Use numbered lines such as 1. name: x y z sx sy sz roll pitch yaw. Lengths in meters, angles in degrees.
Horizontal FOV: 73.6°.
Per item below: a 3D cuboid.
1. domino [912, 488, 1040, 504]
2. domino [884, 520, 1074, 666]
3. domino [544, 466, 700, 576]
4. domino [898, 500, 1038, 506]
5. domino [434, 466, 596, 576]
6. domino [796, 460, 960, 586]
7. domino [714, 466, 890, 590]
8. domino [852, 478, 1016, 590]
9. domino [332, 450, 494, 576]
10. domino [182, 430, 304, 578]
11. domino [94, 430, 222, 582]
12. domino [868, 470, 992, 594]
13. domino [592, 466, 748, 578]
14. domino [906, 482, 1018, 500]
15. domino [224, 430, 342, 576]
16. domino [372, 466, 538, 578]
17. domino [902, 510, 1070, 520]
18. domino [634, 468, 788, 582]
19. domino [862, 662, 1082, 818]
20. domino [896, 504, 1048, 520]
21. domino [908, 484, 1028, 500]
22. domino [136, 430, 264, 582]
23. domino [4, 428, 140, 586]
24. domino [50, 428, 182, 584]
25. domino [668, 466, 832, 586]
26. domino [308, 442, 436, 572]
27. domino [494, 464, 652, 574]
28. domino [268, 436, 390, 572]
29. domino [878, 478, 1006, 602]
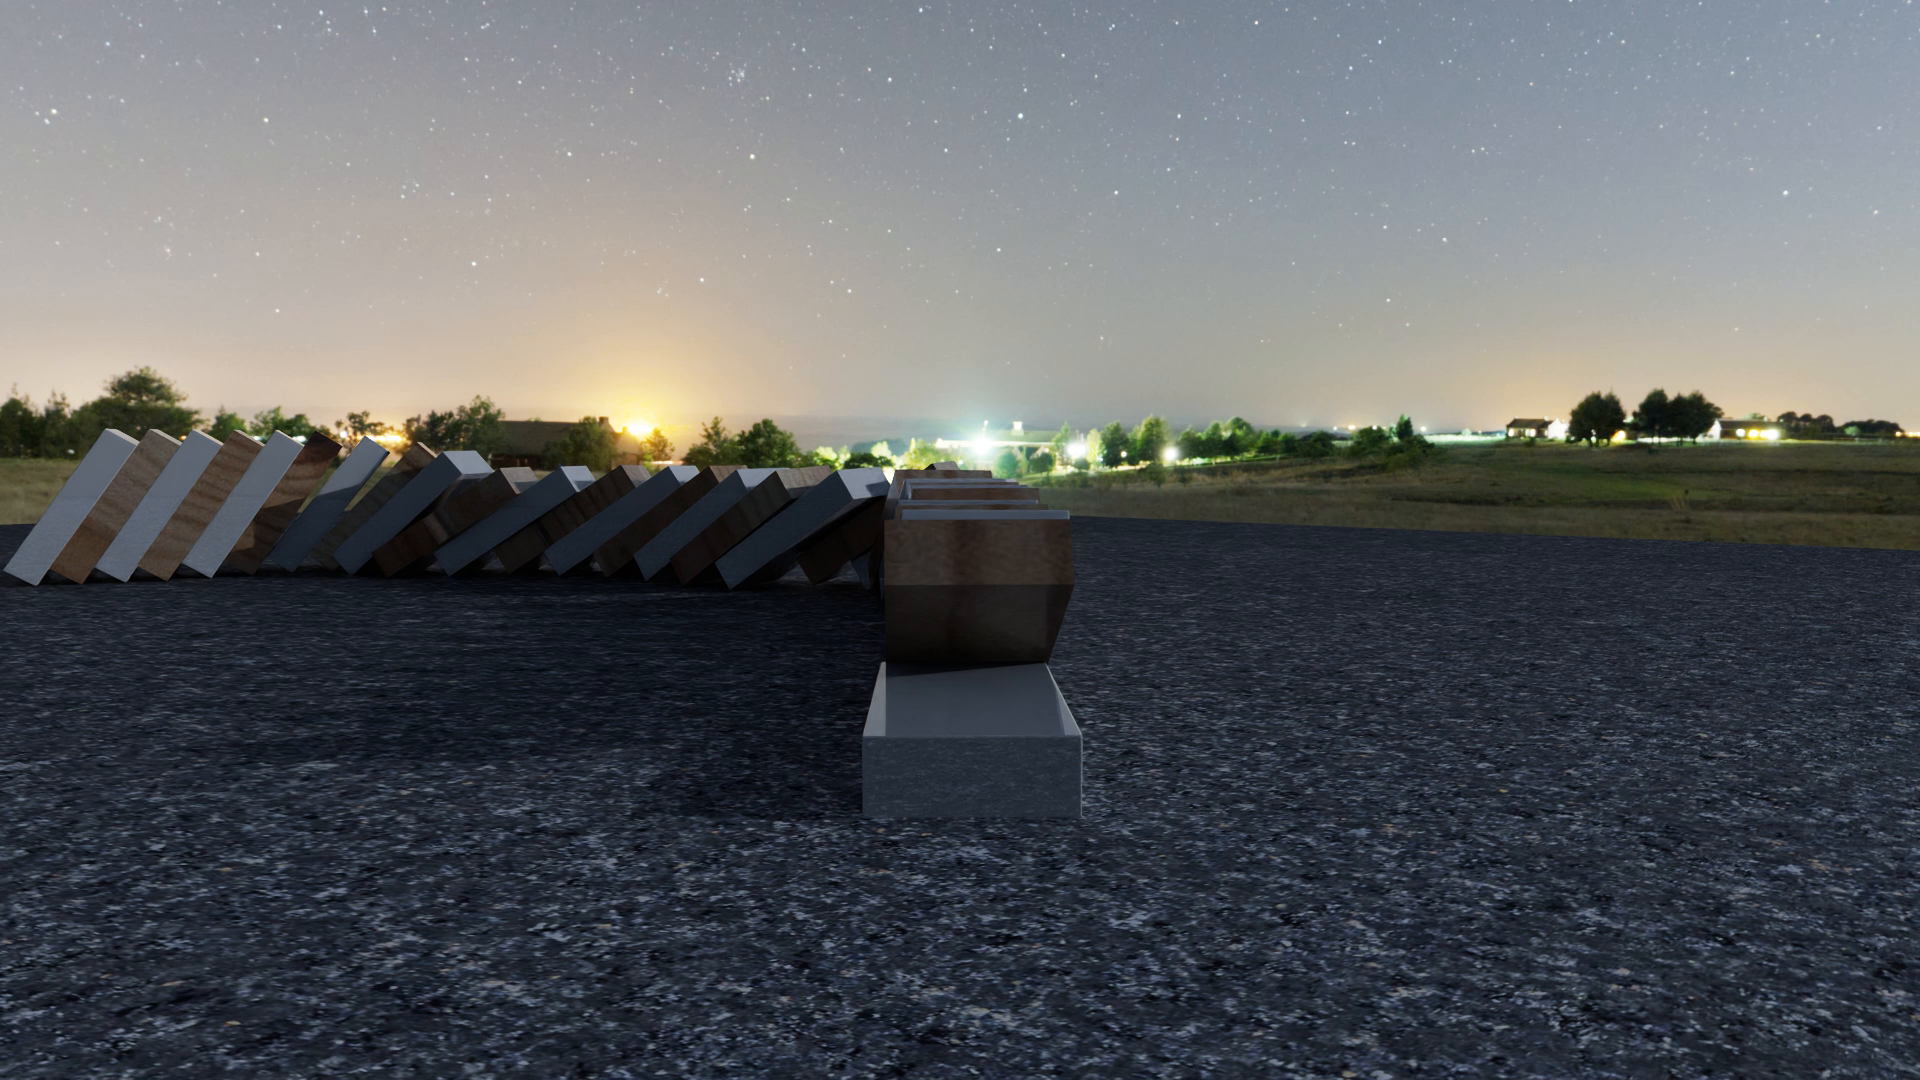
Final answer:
1. domino: 0.001 0.005 0.272 0.025 0.010 0.050 0 -27 -6
2. domino: 0.001 0.012 0.193 0.025 0.010 0.050 0 -24 -3
3. domino: -0.108 -0.007 0.419 0.050 0.010 0.025 -33 -1 8
4. domino: 0.001 0.007 0.252 0.025 0.009 0.050 0 -24 -3
5. domino: -0.144 -0.007 0.420 0.050 0.010 0.025 -33 2 4
6. domino: -0.022 -0.005 0.379 0.050 0.009 0.025 -34 -4 15
7. domino: -0.045 -0.003 0.375 0.050 0.009 0.025 -35 -10 24
8. domino: -0.005 -0.002 0.379 0.050 0.009 0.025 -28 -2 13
9. domino: -0.180 -0.009 0.423 0.050 0.009 0.025 -41 2 5
10. domino: -0.234 -0.012 0.420 0.010 0.050 0.025 35 -11 -24
11. domino: -0.252 -0.011 0.406 0.009 0.050 0.025 35 -11 -24
12. domino: -0.009 -0.001 0.345 0.025 0.010 0.050 0 -30 -13
13. domino: -0.091 -0.006 0.411 0.050 0.009 0.025 -34 -6 16
14. domino: -0.002 0.002 0.310 0.025 0.010 0.050 -1 -27 -10
15. domino: -0.225 -0.013 0.428 0.010 0.050 0.025 35 -11 -24
16. domino: -0.163 -0.006 0.418 0.050 0.010 0.025 -32 2 4
17. domino: 0.002 0.010 0.212 0.025 0.010 0.050 0 -25 -4
18. domino: -0.075 -0.005 0.397 0.050 0.010 0.025 -35 -14 28
19. domino: 0.001 0.025 0.171 0.025 0.009 0.050 0 4 -1
20. domino: 0.001 0.009 0.232 0.025 0.009 0.050 -1 -24 -2
21. domino: 0.000 0.004 0.291 0.025 0.009 0.050 -1 -27 -8
22. domino: -0.242 -0.012 0.411 0.010 0.050 0.025 35 -11 -24
23. domino: -0.273 -0.011 0.397 0.009 0.050 0.025 35 -11 -24
24. domino: -0.263 -0.011 0.402 0.009 0.050 0.025 35 -11 -24
25. domino: -0.061 -0.004 0.383 0.050 0.009 0.025 -35 -12 29
26. domino: -0.199 -0.012 0.439 0.009 0.050 0.025 44 -10 -17
27. domino: -0.126 -0.007 0.422 0.050 0.010 0.025 -33 1 4
28. domino: -0.215 -0.013 0.437 0.009 0.050 0.025 39 -13 -23
29. domino: -0.005 0.001 0.328 0.025 0.009 0.050 -1 -27 -12
